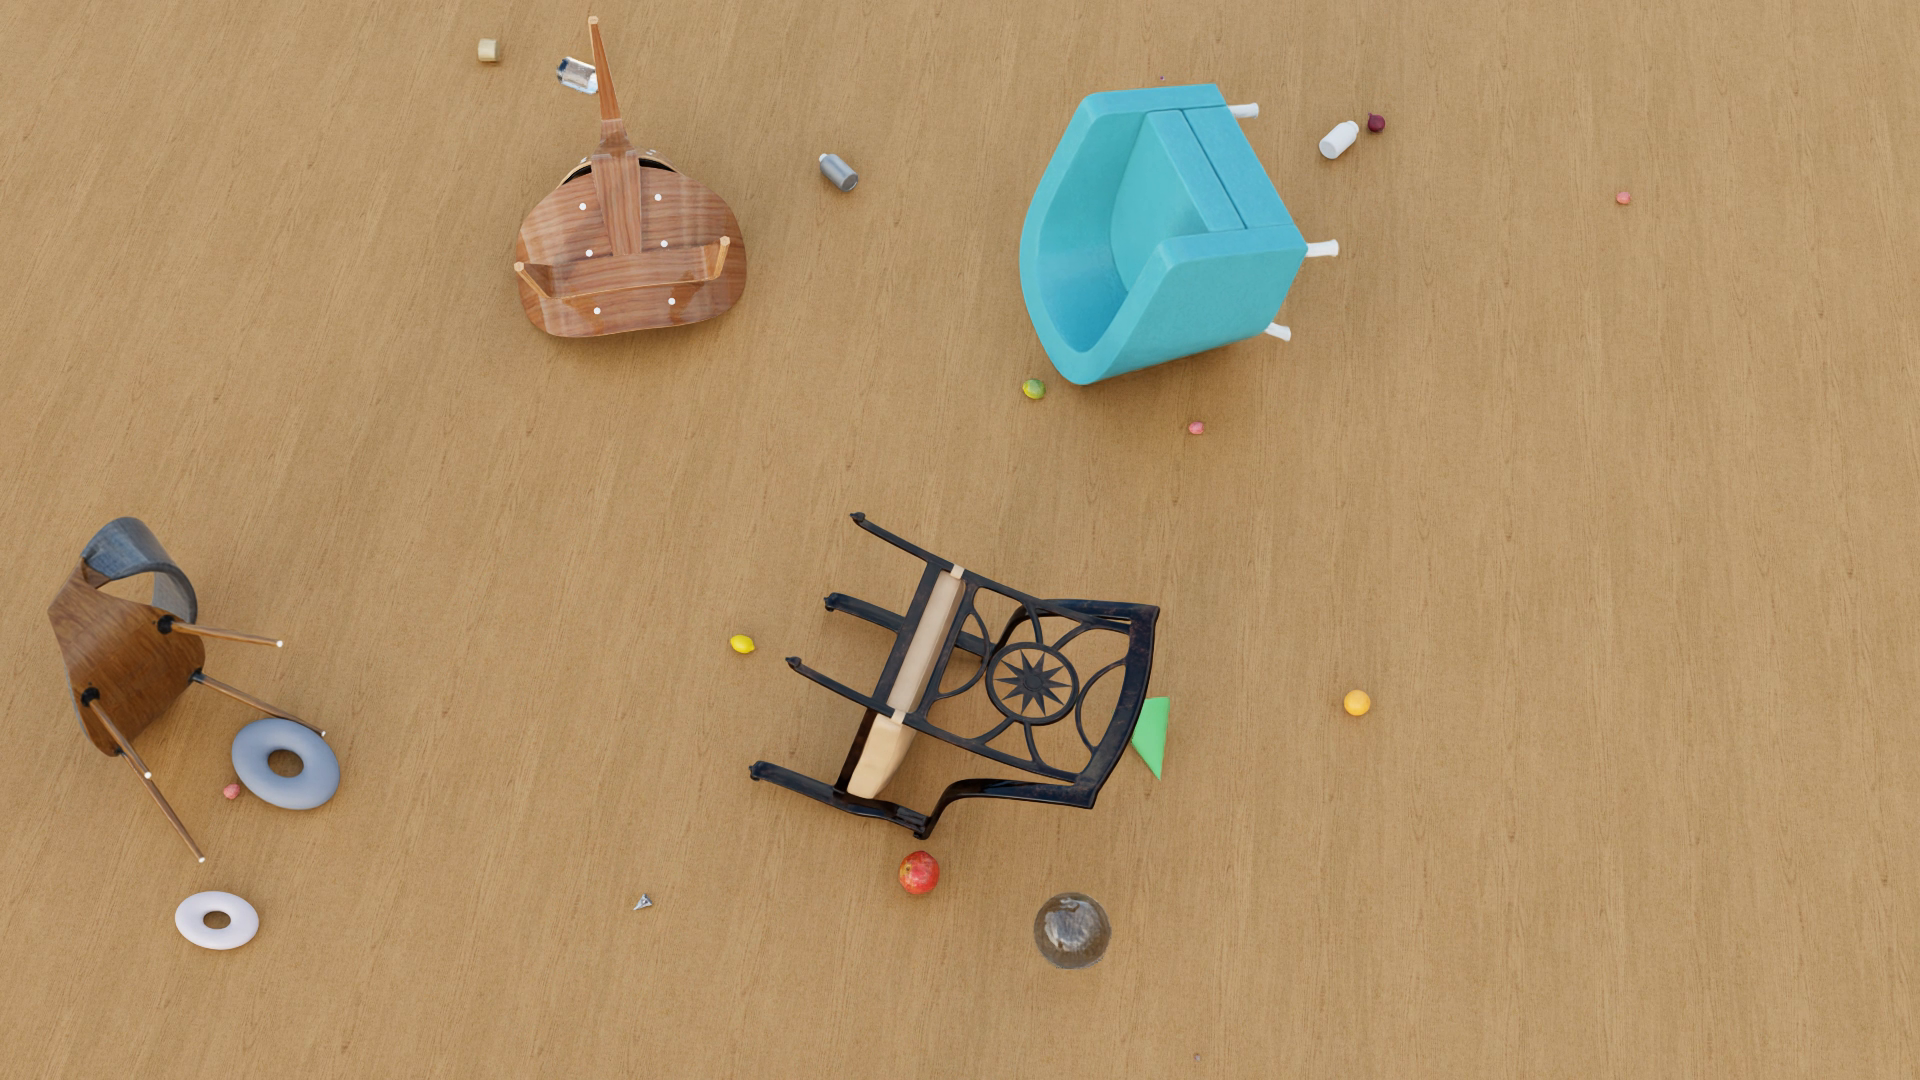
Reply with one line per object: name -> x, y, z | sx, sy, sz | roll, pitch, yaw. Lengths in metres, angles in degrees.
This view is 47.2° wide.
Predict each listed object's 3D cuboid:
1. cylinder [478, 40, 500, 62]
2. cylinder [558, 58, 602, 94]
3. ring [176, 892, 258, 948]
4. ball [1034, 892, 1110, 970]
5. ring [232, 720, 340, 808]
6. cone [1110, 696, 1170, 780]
cylinder -> -1.645, -1.708, 7.680 | 0.058, 0.067, 0.078 | 4, 61, 3
cylinder -> -1.316, -1.605, 7.600 | 0.124, 0.080, 0.093 | 23, 94, 15
ring -> -1.982, 1.014, 5.867 | 0.233, 0.044, 0.158 | 13, 58, 9
ball -> 0.294, 1.024, 5.766 | 0.201, 0.201, 0.201 | 0, 56, 0
ring -> -1.875, 0.621, 6.114 | 0.350, 0.073, 0.233 | 31, 62, 18
cone -> 0.533, 0.568, 6.156 | 0.175, 0.125, 0.222 | -14, 73, 1
